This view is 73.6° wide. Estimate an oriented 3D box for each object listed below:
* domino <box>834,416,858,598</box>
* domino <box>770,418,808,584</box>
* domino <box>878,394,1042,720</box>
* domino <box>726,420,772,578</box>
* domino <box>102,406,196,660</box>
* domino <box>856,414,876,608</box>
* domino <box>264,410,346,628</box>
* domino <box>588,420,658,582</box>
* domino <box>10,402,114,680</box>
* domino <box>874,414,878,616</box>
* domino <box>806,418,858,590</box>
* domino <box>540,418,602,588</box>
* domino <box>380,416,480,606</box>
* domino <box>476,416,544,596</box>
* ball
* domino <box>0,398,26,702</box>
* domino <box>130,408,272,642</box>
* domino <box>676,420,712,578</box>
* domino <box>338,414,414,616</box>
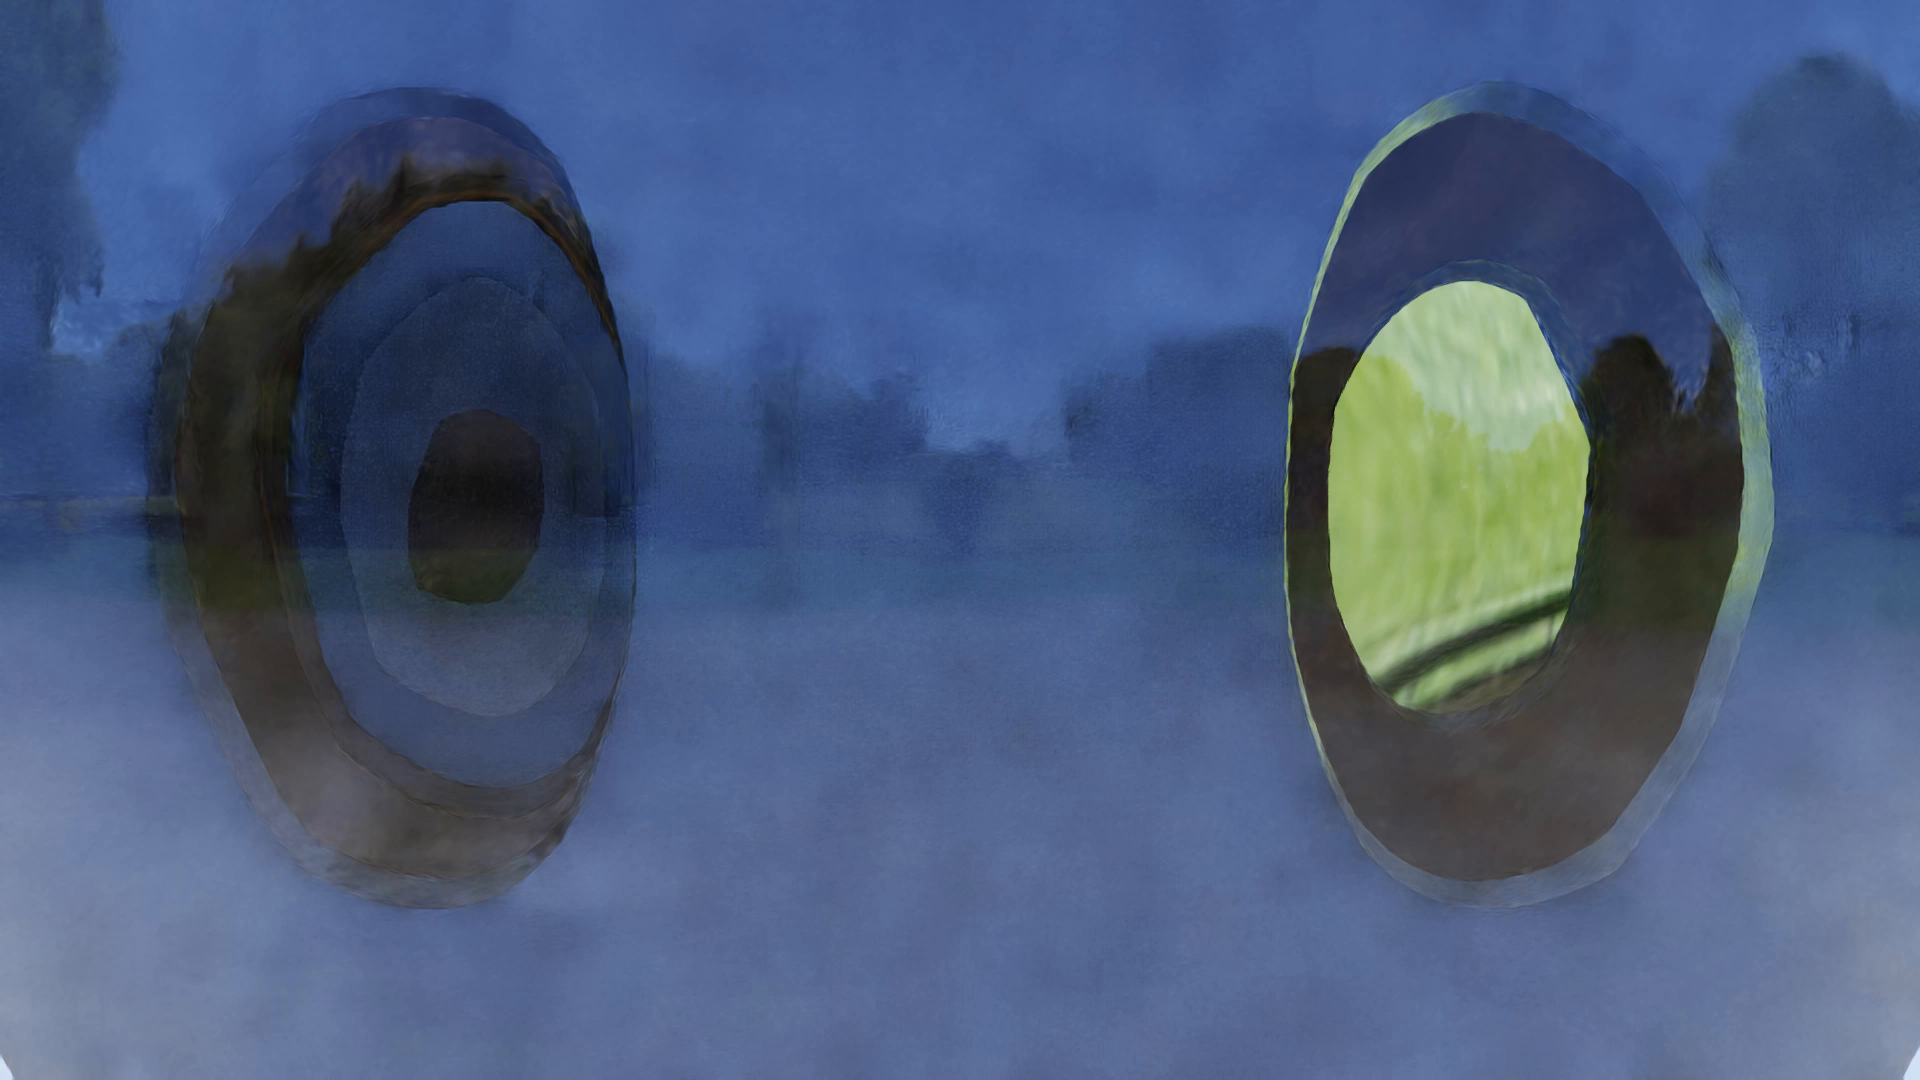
[{"bbox_3d":[-0.022,-0.010,0.362,0.025,0.050,0.009,-2,5,-23],"label":"domino"},{"bbox_3d":[-0.046,-0.013,0.402,0.025,0.050,0.009,-4,6,-42],"label":"domino"},{"bbox_3d":[0.000,0.002,0.201,0.025,0.050,0.009,0,4,0],"label":"domino"},{"bbox_3d":[-0.064,-0.014,0.416,0.009,0.050,0.025,2,5,25],"label":"domino"},{"bbox_3d":[-0.169,-0.002,0.257,0.025,0.050,0.009,0,4,6],"label":"domino"},{"bbox_3d":[-0.014,-0.008,0.340,0.025,0.050,0.009,-1,4,-17],"label":"domino"},{"bbox_3d":[-0.160,-0.005,0.303,0.025,0.050,0.009,1,4,16],"label":"domino"},{"bbox_3d":[-0.107,-0.013,0.406,0.009,0.050,0.025,-4,6,-44],"label":"domino"},{"bbox_3d":[-0.171,0.000,0.234,0.025,0.050,0.009,0,4,2],"label":"domino"},{"bbox_3d":[-0.008,-0.006,0.317,0.025,0.050,0.009,-1,4,-13],"label":"domino"},{"bbox_3d":[-0.032,-0.011,0.383,0.025,0.050,0.009,-3,5,-30],"label":"domino"},{"bbox_3d":[-0.121,-0.012,0.388,0.025,0.050,0.009,3,5,32],"label":"domino"},{"bbox_3d":[-0.143,-0.008,0.347,0.025,0.050,0.010,2,5,26],"label":"domino"},{"bbox_3d":[-0.133,-0.010,0.368,0.025,0.050,0.009,2,5,27],"label":"domino"},{"bbox_3d":[0.000,-0.002,0.056,0.080,0.080,0.080,0,4,0],"label":"ball"},{"bbox_3d":[-0.171,0.002,0.211,0.025,0.050,0.009,0,4,-2],"label":"domino"},{"bbox_3d":[-0.166,-0.003,0.280,0.025,0.050,0.009,1,4,12],"label":"domino"},{"bbox_3d":[-0.087,-0.014,0.419,0.009,0.050,0.025,-1,4,-14],"label":"domino"},{"bbox_3d":[-0.153,-0.007,0.325,0.025,0.050,0.009,2,5,21],"label":"domino"}]
